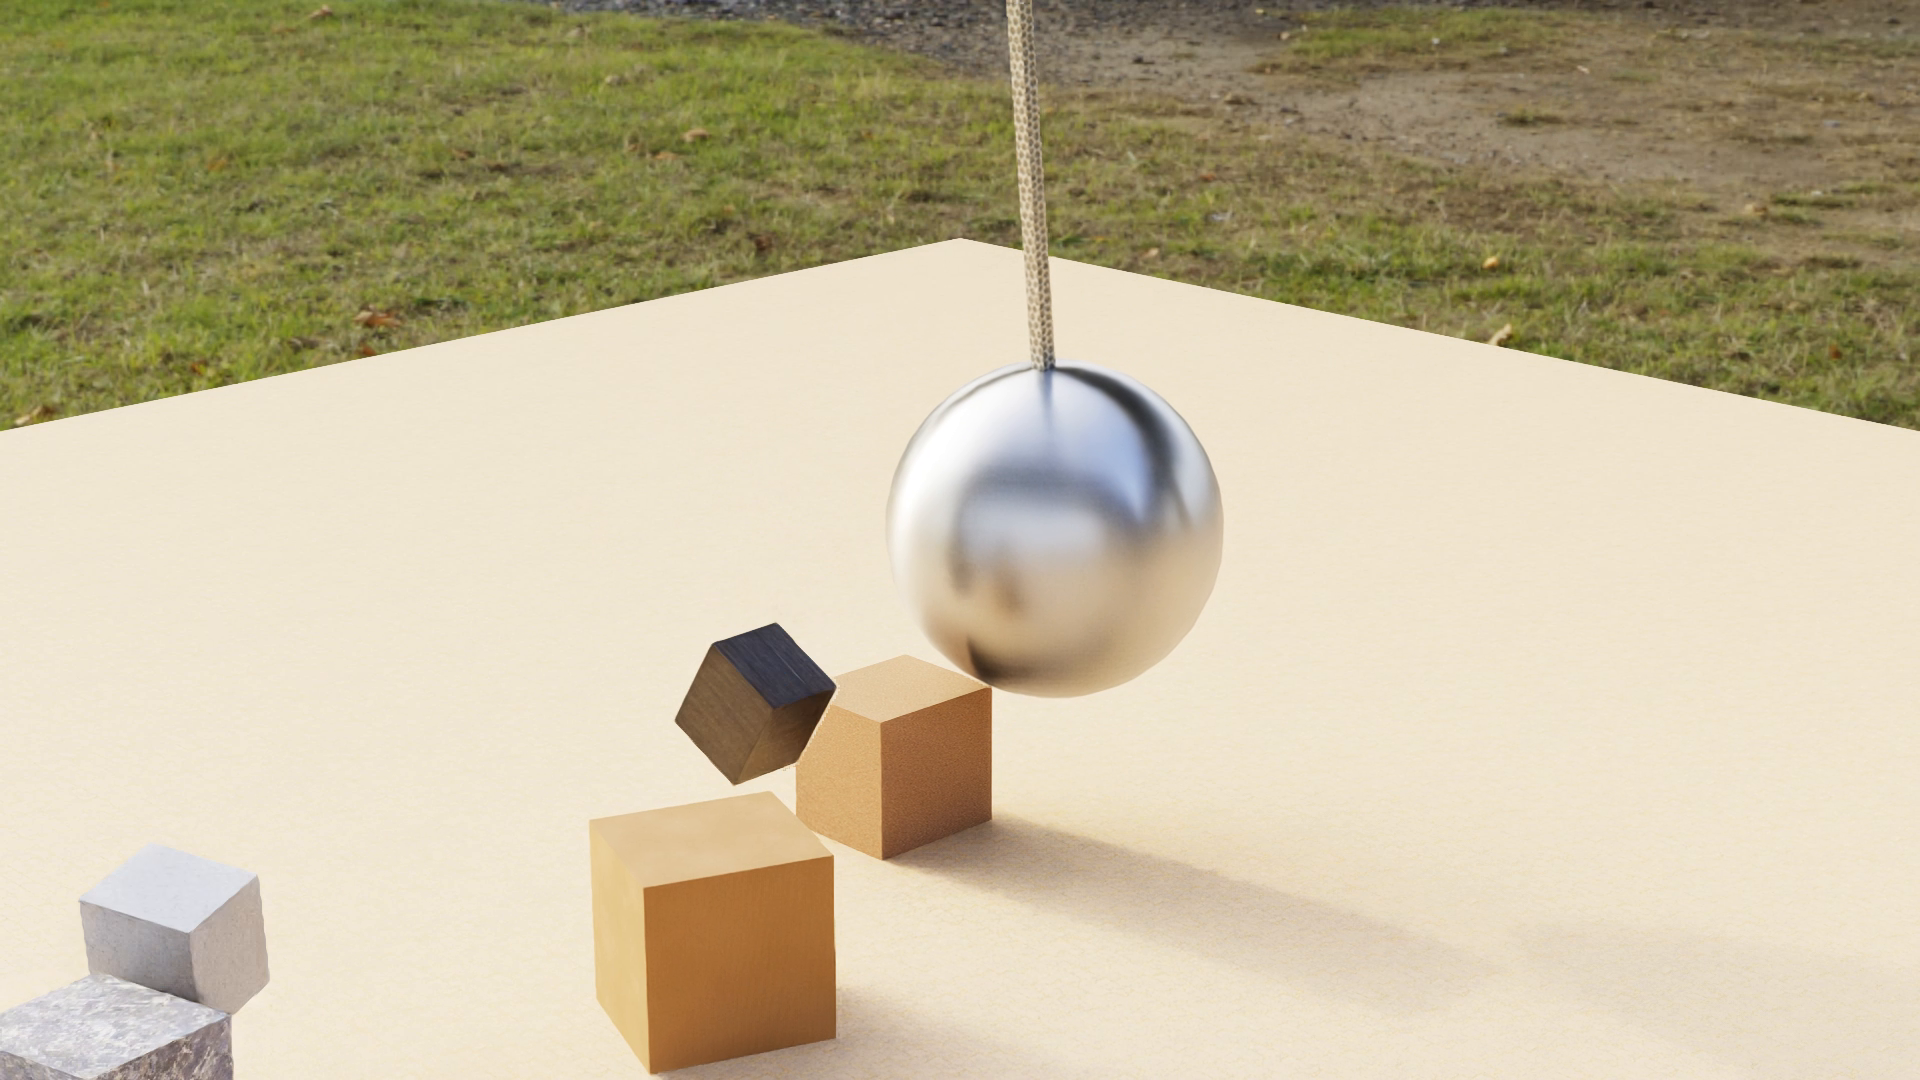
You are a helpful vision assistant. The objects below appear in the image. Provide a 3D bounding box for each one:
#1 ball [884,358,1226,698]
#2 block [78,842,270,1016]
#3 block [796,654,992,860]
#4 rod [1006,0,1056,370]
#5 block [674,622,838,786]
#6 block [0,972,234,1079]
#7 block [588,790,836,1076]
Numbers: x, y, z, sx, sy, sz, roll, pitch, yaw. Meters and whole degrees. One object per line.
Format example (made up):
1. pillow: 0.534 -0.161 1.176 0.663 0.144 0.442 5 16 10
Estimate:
1. ball: 0.444 -0.054 13.790 1.600 1.600 1.600 0 17 0
2. block: -2.972 1.521 11.115 0.500 0.501 0.424 13 30 21
3. block: -0.314 1.023 13.945 0.713 0.686 0.606 -16 23 -41
4. rod: 0.192 -3.204 12.536 0.080 5.200 0.080 17 30 42
5. block: -0.899 0.719 12.872 0.426 0.480 0.405 45 37 23
6. block: -3.103 2.052 10.556 0.682 0.672 0.670 10 17 30
7. block: -1.011 1.585 11.954 0.792 0.808 0.735 -7 19 -22
